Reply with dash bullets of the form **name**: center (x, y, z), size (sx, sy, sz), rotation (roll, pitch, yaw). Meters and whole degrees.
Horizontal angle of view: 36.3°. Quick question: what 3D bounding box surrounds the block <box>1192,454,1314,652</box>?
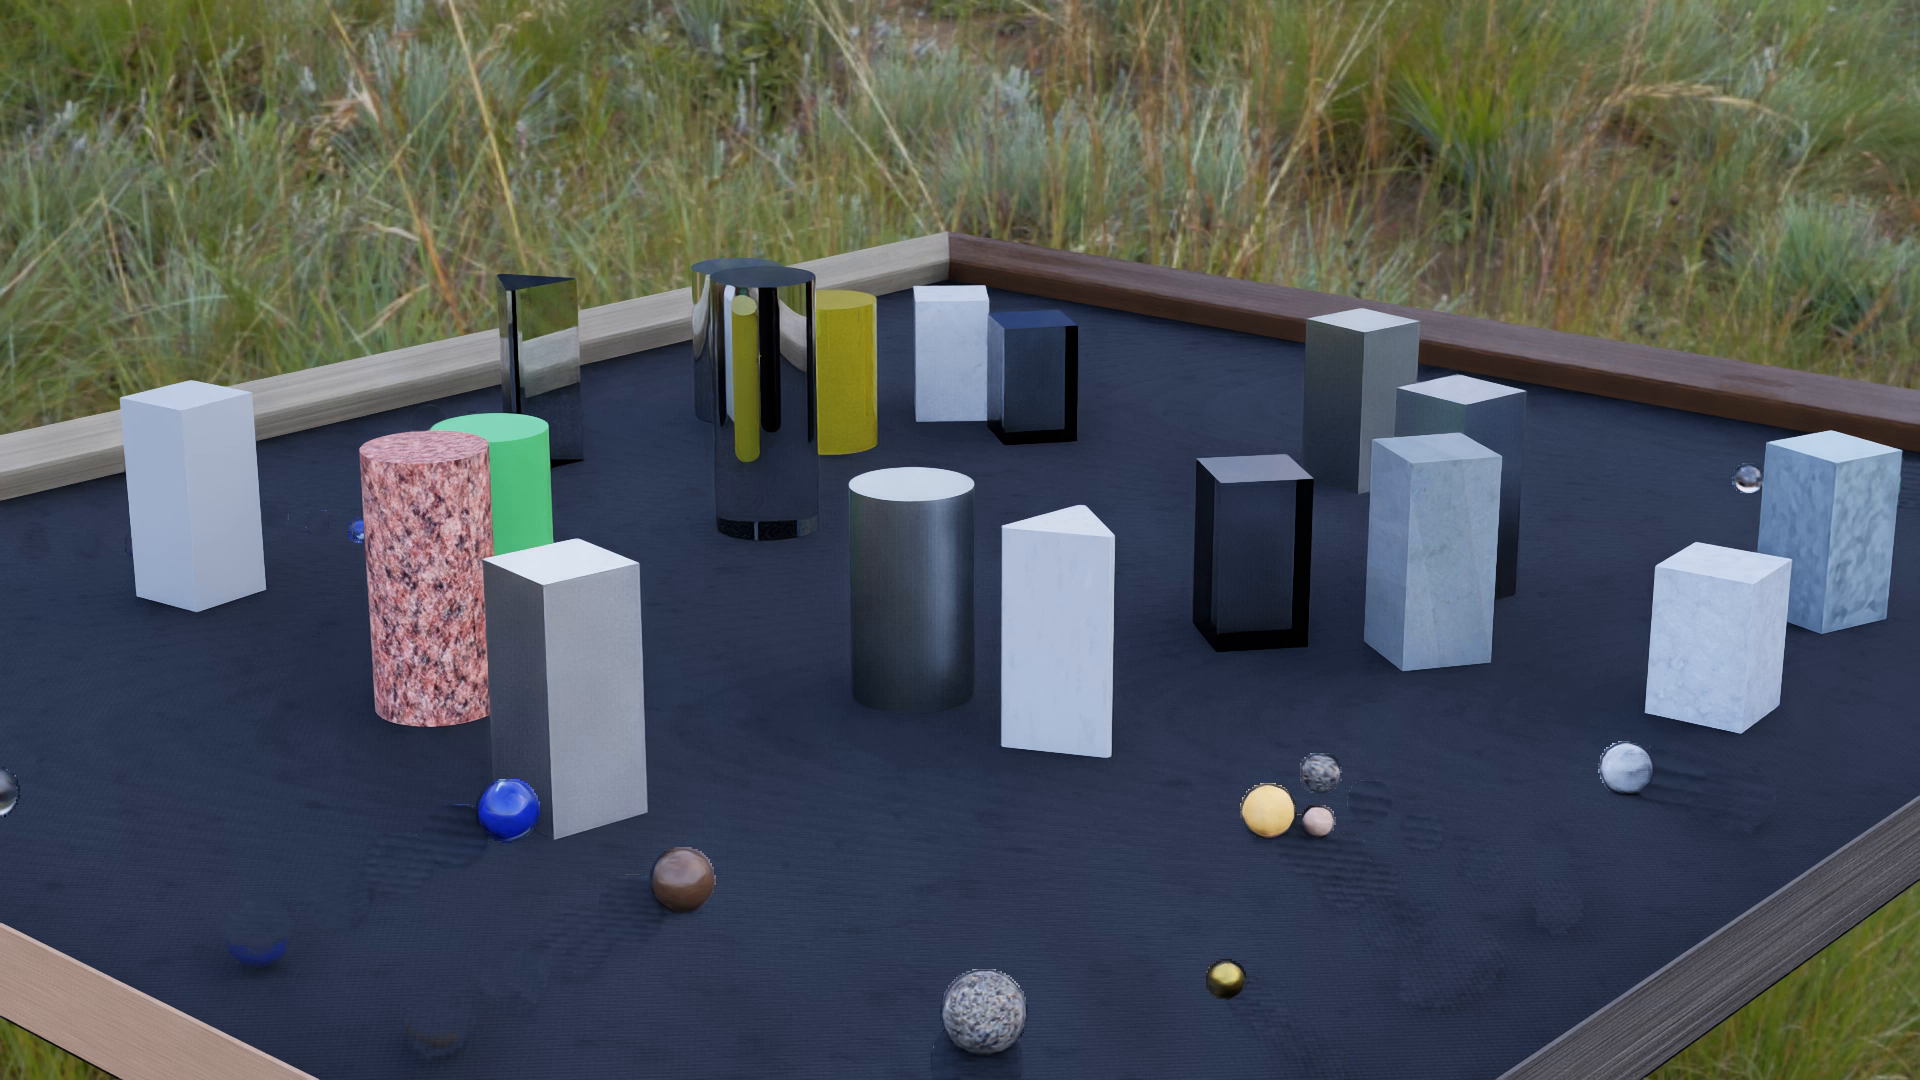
- **block**: center (0.486, 0.020, 4.880), size (0.156, 0.289, 0.156), rotation (-3, 17, -10)

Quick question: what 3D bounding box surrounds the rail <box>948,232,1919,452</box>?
- **rail**: center (1.310, -0.404, 6.564), size (3.594, 0.127, 0.045), rotation (14, 22, 39)

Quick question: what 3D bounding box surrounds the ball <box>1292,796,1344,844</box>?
- **ball**: center (0.498, 0.392, 4.076), size (0.072, 0.072, 0.072), rotation (0, 17, 0)

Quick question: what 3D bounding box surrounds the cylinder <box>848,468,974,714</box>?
- **cylinder**: center (-0.075, 0.077, 4.598), size (0.195, 0.343, 0.195), rotation (0, 17, 0)

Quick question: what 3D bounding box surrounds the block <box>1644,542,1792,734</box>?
- **block**: center (1.174, 0.149, 4.540), size (0.156, 0.239, 0.156), rotation (12, 20, 34)

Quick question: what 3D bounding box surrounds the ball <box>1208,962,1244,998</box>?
- **ball**: center (0.326, 0.539, 3.586), size (0.044, 0.044, 0.044), rotation (0, 17, 0)

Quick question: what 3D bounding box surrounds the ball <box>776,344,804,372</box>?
- **ball**: center (-0.390, -0.417, 6.721), size (0.064, 0.064, 0.064), rotation (0, 17, 0)

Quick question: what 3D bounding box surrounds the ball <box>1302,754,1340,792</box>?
- **ball**: center (0.521, 0.338, 4.234), size (0.055, 0.055, 0.055), rotation (0, 17, 0)

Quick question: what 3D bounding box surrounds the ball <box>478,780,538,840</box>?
- **ball**: center (-0.626, 0.375, 4.062), size (0.083, 0.083, 0.083), rotation (0, 17, 0)

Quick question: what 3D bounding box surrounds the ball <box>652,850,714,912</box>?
- **ball**: center (-0.363, 0.445, 3.833), size (0.081, 0.081, 0.081), rotation (0, 17, 0)

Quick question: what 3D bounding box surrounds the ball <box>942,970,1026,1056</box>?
- **ball**: center (0.029, 0.555, 3.440), size (0.098, 0.098, 0.098), rotation (0, 17, 0)

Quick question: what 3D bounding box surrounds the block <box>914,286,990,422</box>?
- **block**: center (-0.020, -0.403, 6.330), size (0.156, 0.263, 0.156), rotation (-1, 17, -2)

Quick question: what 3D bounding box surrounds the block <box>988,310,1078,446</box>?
- **block**: center (0.151, -0.342, 6.155), size (0.156, 0.248, 0.156), rotation (-4, 17, -12)

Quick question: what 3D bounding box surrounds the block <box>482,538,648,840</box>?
- **block**: center (-0.554, 0.207, 4.121), size (0.156, 0.371, 0.156), rotation (-14, 22, -38)

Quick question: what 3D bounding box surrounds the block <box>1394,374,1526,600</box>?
- **block**: center (0.862, -0.083, 5.089), size (0.156, 0.367, 0.156), rotation (-13, 21, -37)

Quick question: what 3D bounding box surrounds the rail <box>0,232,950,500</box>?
- **rail**: center (-1.339, -0.304, 6.233), size (0.045, 0.127, 4.043), rotation (14, 22, 39)

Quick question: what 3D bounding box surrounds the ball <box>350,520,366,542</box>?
- **ball**: center (-1.110, -0.016, 5.431), size (0.042, 0.042, 0.042), rotation (0, 17, 0)

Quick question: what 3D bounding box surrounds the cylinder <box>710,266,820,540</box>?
- **cylinder**: center (-0.363, -0.256, 5.469), size (0.195, 0.479, 0.195), rotation (0, 17, 0)

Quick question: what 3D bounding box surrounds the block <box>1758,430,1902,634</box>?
- **block**: center (1.473, -0.015, 4.985), size (0.156, 0.298, 0.156), rotation (-10, 19, -30)

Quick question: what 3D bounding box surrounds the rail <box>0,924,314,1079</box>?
- **rail**: center (-1.310, 0.467, 3.676), size (3.594, 0.127, 0.045), rotation (14, 22, 39)

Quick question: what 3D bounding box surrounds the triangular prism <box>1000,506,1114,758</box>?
- **triangular prism**: center (0.164, 0.132, 4.414), size (0.169, 0.344, 0.147), rotation (5, 17, 16)

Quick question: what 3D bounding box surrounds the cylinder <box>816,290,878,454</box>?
- **cylinder**: center (-0.269, -0.349, 6.078), size (0.195, 0.305, 0.195), rotation (0, 17, 0)

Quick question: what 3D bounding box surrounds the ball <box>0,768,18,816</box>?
- **ball**: center (-1.368, 0.357, 4.139), size (0.072, 0.072, 0.072), rotation (0, 17, 0)

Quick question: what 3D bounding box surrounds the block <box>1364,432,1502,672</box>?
- **block**: center (0.770, 0.018, 4.787), size (0.156, 0.348, 0.156), rotation (-5, 17, -15)

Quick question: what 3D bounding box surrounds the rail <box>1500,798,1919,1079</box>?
- **rail**: center (1.339, 0.367, 4.007), size (0.045, 0.127, 4.043), rotation (14, 22, 39)

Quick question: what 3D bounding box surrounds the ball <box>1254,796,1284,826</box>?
- **ball**: center (0.429, 0.377, 4.073), size (0.042, 0.042, 0.042), rotation (0, 17, 0)

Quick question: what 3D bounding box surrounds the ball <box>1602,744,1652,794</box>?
- **ball**: center (0.962, 0.330, 4.229), size (0.072, 0.072, 0.072), rotation (0, 17, 0)

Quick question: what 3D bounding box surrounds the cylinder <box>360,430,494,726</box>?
- **cylinder**: center (-0.817, 0.058, 4.532), size (0.195, 0.418, 0.195), rotation (0, 17, 0)

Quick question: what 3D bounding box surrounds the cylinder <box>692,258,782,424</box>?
- **cylinder**: center (-0.476, -0.428, 6.308), size (0.195, 0.324, 0.195), rotation (0, 17, 0)

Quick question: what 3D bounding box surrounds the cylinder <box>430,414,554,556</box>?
- **cylinder**: center (-0.786, -0.026, 4.947), size (0.195, 0.339, 0.195), rotation (0, 17, 0)

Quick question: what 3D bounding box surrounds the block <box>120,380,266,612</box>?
- **block**: center (-1.330, -0.078, 5.090), size (0.156, 0.357, 0.156), rotation (11, 20, 33)

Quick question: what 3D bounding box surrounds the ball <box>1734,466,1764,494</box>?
- **ball**: center (1.547, -0.119, 5.750), size (0.054, 0.054, 0.054), rotation (0, 17, 0)

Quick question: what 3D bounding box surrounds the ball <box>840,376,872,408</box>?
- **ball**: center (-0.228, -0.324, 6.405), size (0.069, 0.069, 0.069), rotation (0, 17, 0)

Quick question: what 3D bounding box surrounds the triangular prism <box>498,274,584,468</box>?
- **triangular prism**: center (-0.881, -0.342, 5.930), size (0.147, 0.377, 0.169), rotation (16, 23, 43)

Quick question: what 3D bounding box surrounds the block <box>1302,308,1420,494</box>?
- **block**: center (0.791, -0.277, 5.804), size (0.156, 0.325, 0.156), rotation (-13, 21, -37)
